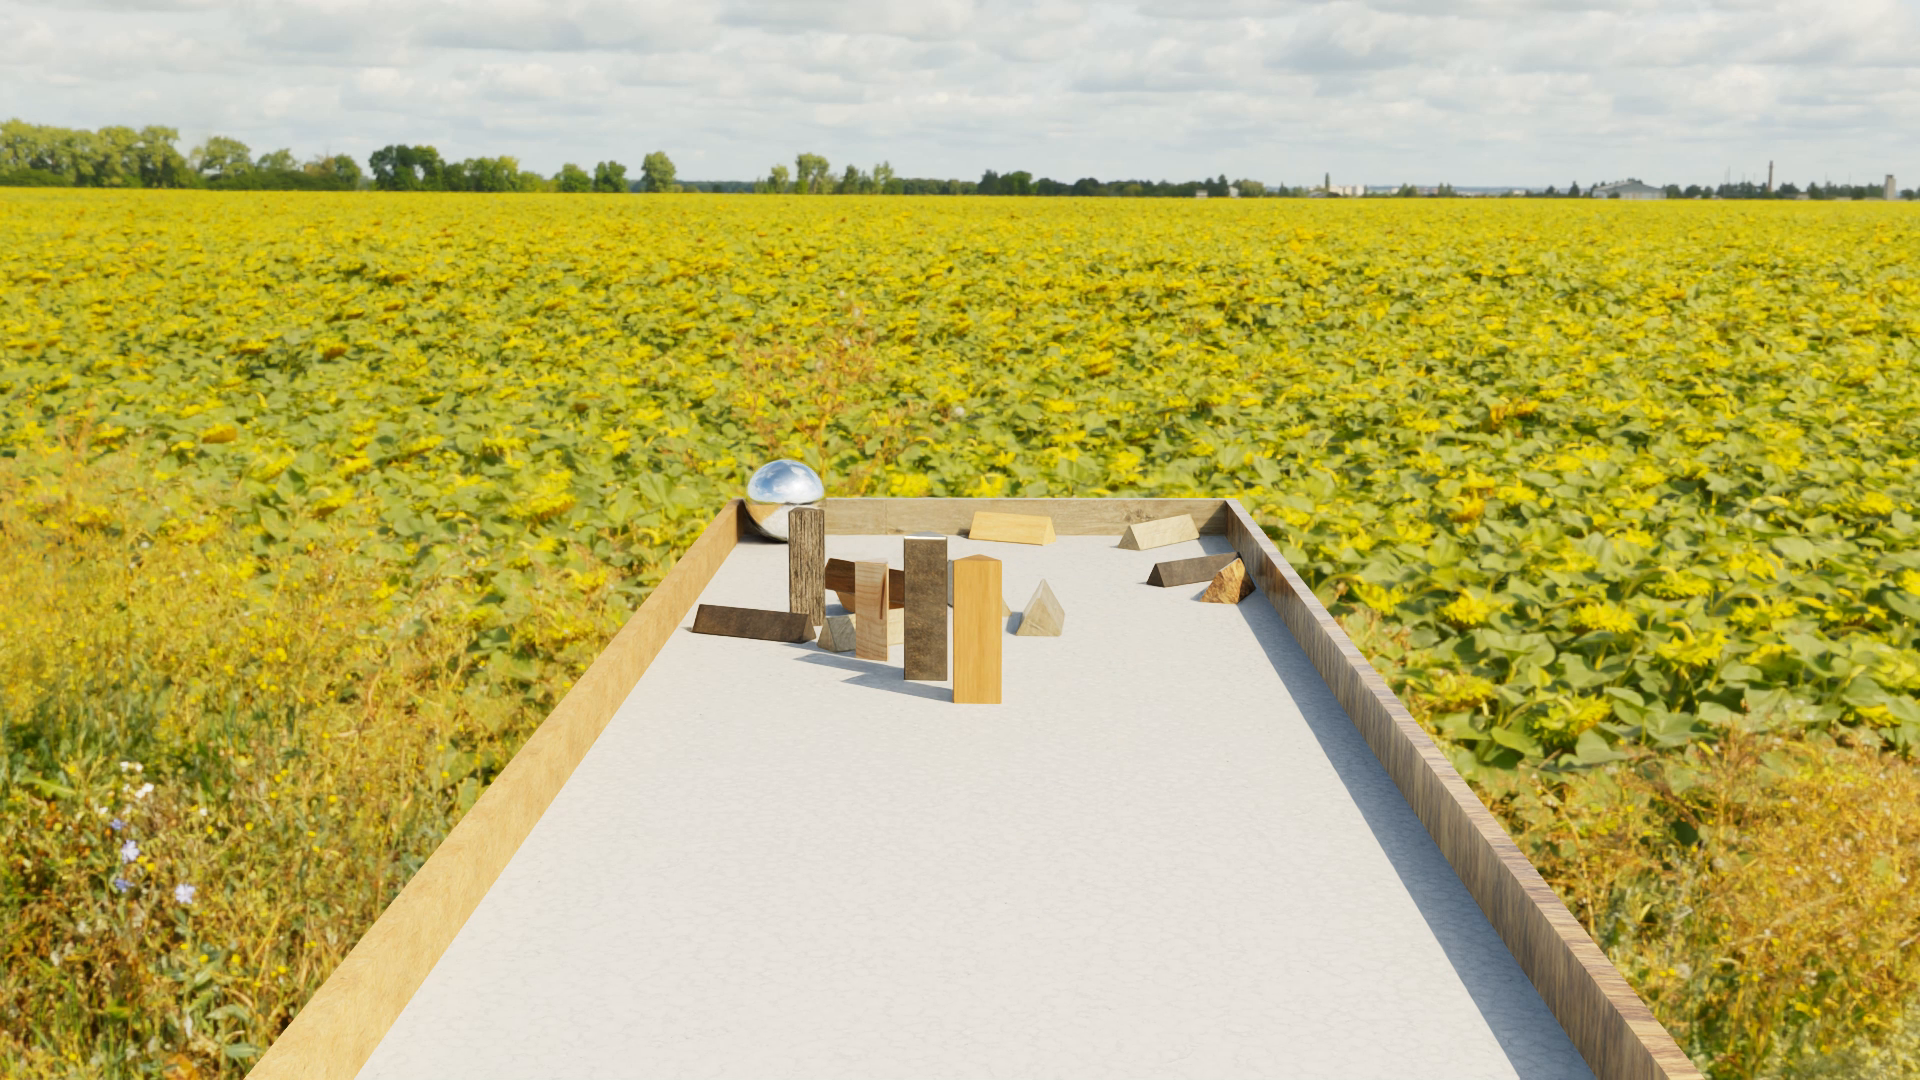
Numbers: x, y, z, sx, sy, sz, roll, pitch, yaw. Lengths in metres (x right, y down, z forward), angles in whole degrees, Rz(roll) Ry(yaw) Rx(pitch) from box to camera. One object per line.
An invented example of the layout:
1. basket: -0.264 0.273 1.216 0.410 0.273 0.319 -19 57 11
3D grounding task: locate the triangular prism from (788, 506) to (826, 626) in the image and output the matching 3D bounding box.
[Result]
1. triangular prism: -0.517 0.087 7.233 0.121 0.384 0.105 -3 10 -20

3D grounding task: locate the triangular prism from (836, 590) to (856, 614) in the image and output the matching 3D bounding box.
1. triangular prism: -0.346 0.194 7.393 0.081 0.094 0.308 32 -5 -24

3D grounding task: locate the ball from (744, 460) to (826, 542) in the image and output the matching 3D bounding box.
1. ball: -0.711 -0.161 8.954 0.335 0.335 0.335 0 9 0

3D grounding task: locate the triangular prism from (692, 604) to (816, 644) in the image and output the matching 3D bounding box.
1. triangular prism: -0.662 0.263 7.060 0.406 0.086 0.099 4 10 25

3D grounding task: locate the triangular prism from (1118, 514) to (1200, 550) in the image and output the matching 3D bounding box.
1. triangular prism: 0.809 -0.036 8.913 0.112 0.097 0.416 8 12 40

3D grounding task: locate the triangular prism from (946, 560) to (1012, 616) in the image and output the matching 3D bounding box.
1. triangular prism: 0.036 0.161 7.574 0.142 0.123 0.460 -3 10 -17

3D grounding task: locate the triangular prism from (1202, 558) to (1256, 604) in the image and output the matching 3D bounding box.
1. triangular prism: 0.949 0.140 7.755 0.127 0.110 0.303 4 10 20

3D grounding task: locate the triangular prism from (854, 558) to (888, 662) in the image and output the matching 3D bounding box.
1. triangular prism: -0.248 0.209 6.723 0.112 0.302 0.097 4 10 24

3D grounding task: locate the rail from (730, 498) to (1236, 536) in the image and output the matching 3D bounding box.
1. rail: 0.099 -0.098 9.147 2.100 0.150 0.050 0 9 1

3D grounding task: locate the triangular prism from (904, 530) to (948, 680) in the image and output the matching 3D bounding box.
1. triangular prism: -0.096 0.191 6.439 0.125 0.426 0.108 1 9 4

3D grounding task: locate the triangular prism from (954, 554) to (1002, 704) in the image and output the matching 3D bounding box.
1. triangular prism: 0.051 0.248 6.156 0.133 0.404 0.115 0 9 3

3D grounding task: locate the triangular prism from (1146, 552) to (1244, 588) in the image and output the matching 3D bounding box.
1. triangular prism: 0.874 0.104 8.080 0.424 0.082 0.095 -7 11 -38

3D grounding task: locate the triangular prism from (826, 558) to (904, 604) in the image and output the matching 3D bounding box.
1. triangular prism: -0.295 0.131 7.329 0.384 0.097 0.111 9 9 38

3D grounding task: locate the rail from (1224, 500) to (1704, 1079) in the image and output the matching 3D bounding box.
1. rail: 1.046 0.843 3.208 0.050 0.150 12.000 0 9 1

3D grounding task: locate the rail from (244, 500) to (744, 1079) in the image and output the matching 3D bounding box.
1. rail: -1.004 0.839 3.234 0.050 0.150 12.000 0 9 1

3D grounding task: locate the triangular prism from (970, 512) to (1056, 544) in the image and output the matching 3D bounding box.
1. triangular prism: 0.215 -0.054 8.989 0.339 0.107 0.123 5 10 29

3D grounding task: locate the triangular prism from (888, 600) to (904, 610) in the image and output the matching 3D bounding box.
1. triangular prism: -0.242 0.204 7.458 0.091 0.079 0.436 -7 11 -35

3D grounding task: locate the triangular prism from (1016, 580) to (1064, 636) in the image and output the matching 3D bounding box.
1. triangular prism: 0.267 0.218 7.218 0.143 0.123 0.349 0 9 5

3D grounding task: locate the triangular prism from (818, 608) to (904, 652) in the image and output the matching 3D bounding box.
1. triangular prism: -0.290 0.277 6.924 0.306 0.100 0.116 -6 11 -34
